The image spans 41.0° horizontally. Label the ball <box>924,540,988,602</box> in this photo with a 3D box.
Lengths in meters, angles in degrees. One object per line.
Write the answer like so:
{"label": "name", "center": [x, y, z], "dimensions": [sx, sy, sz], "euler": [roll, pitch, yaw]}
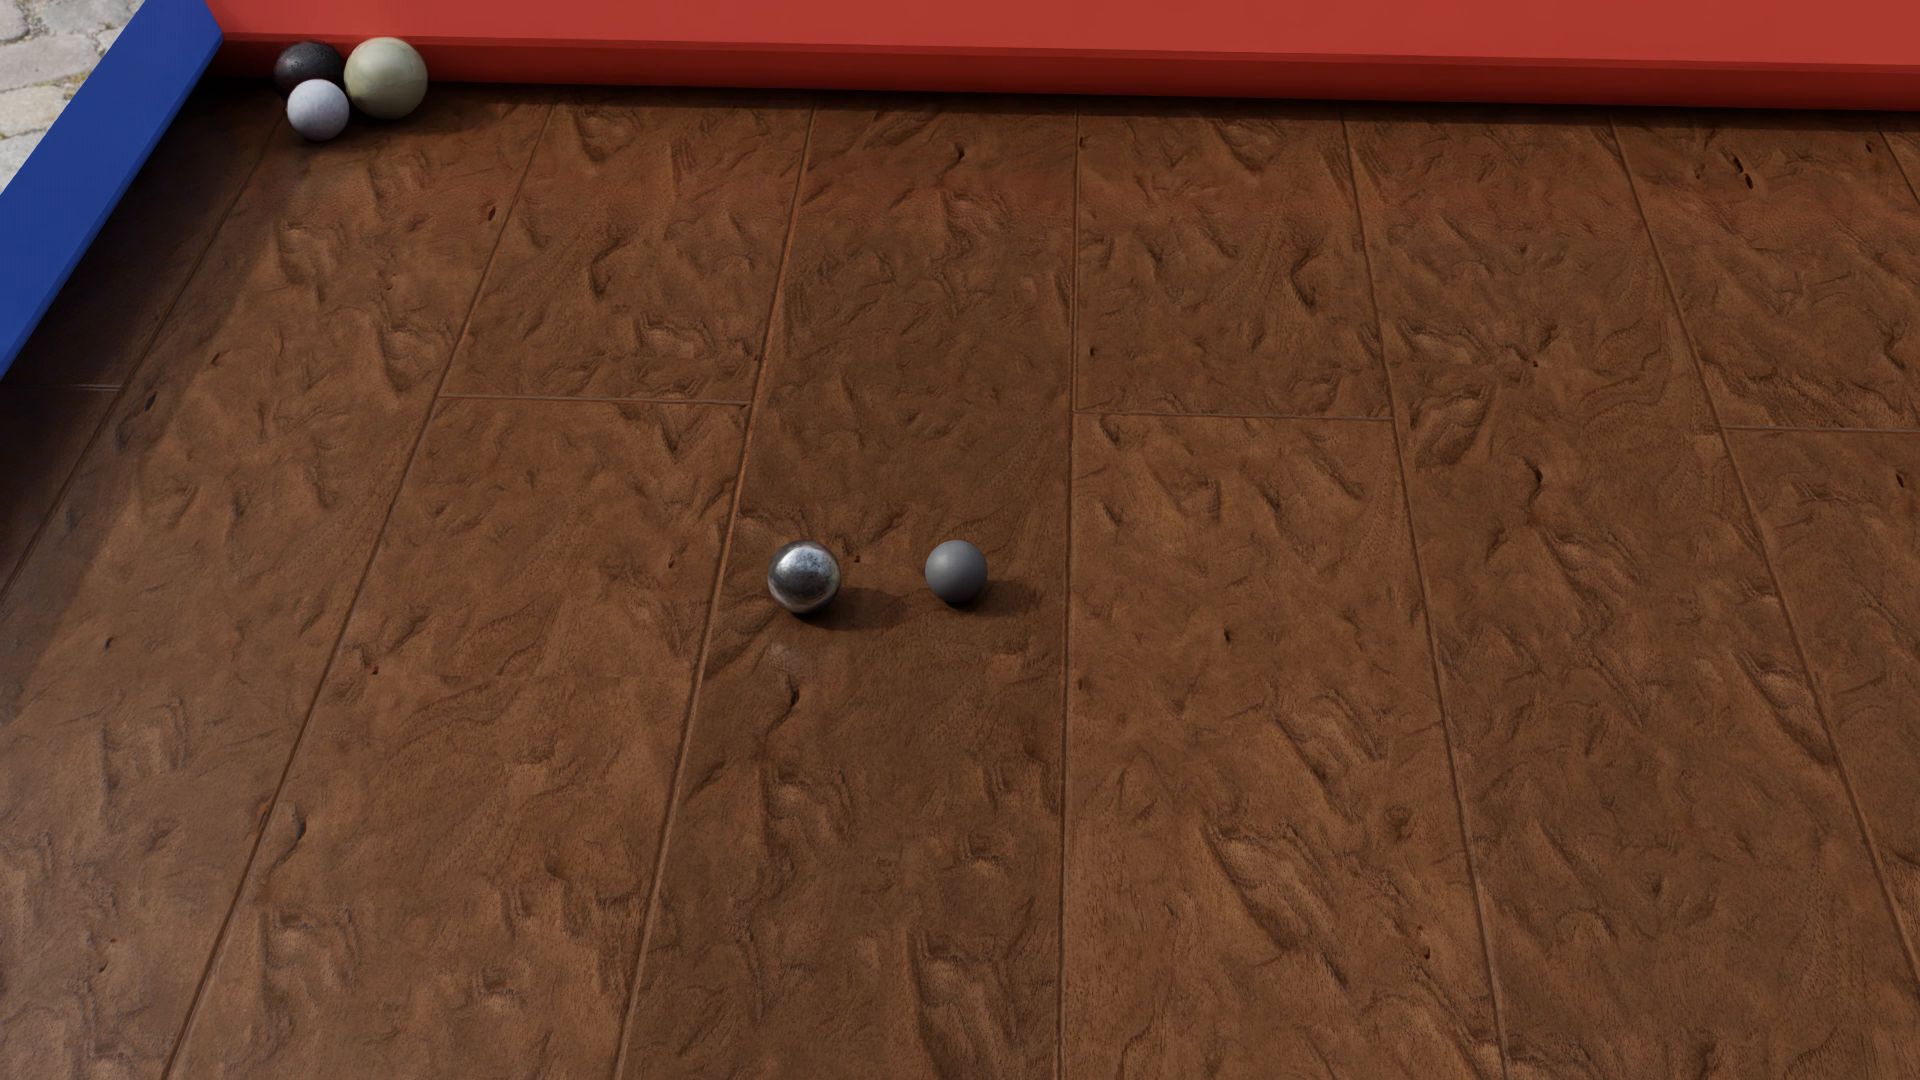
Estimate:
{"label": "ball", "center": [-0.003, 0.022, 1.792], "dimensions": [0.044, 0.044, 0.044], "euler": [0, 35, 0]}

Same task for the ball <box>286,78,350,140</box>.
{"label": "ball", "center": [-0.593, -0.397, 2.370], "dimensions": [0.057, 0.057, 0.057], "euler": [0, 35, 0]}

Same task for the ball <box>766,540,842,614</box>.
{"label": "ball", "center": [-0.108, 0.026, 1.780], "dimensions": [0.052, 0.052, 0.052], "euler": [0, 35, 0]}

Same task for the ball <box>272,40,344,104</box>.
{"label": "ball", "center": [-0.612, -0.436, 2.415], "dimensions": [0.067, 0.067, 0.067], "euler": [0, 35, 0]}

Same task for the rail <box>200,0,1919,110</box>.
{"label": "rail", "center": [0.810, -0.448, 2.382], "dimensions": [3.104, 0.123, 0.045], "euler": [2, 35, 2]}

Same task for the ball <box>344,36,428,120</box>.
{"label": "ball", "center": [-0.537, -0.432, 2.401], "dimensions": [0.077, 0.077, 0.077], "euler": [0, 35, 0]}

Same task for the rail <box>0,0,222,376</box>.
{"label": "rail", "center": [-0.752, -0.048, 1.820], "dimensions": [0.045, 0.123, 1.568], "euler": [2, 35, 2]}
